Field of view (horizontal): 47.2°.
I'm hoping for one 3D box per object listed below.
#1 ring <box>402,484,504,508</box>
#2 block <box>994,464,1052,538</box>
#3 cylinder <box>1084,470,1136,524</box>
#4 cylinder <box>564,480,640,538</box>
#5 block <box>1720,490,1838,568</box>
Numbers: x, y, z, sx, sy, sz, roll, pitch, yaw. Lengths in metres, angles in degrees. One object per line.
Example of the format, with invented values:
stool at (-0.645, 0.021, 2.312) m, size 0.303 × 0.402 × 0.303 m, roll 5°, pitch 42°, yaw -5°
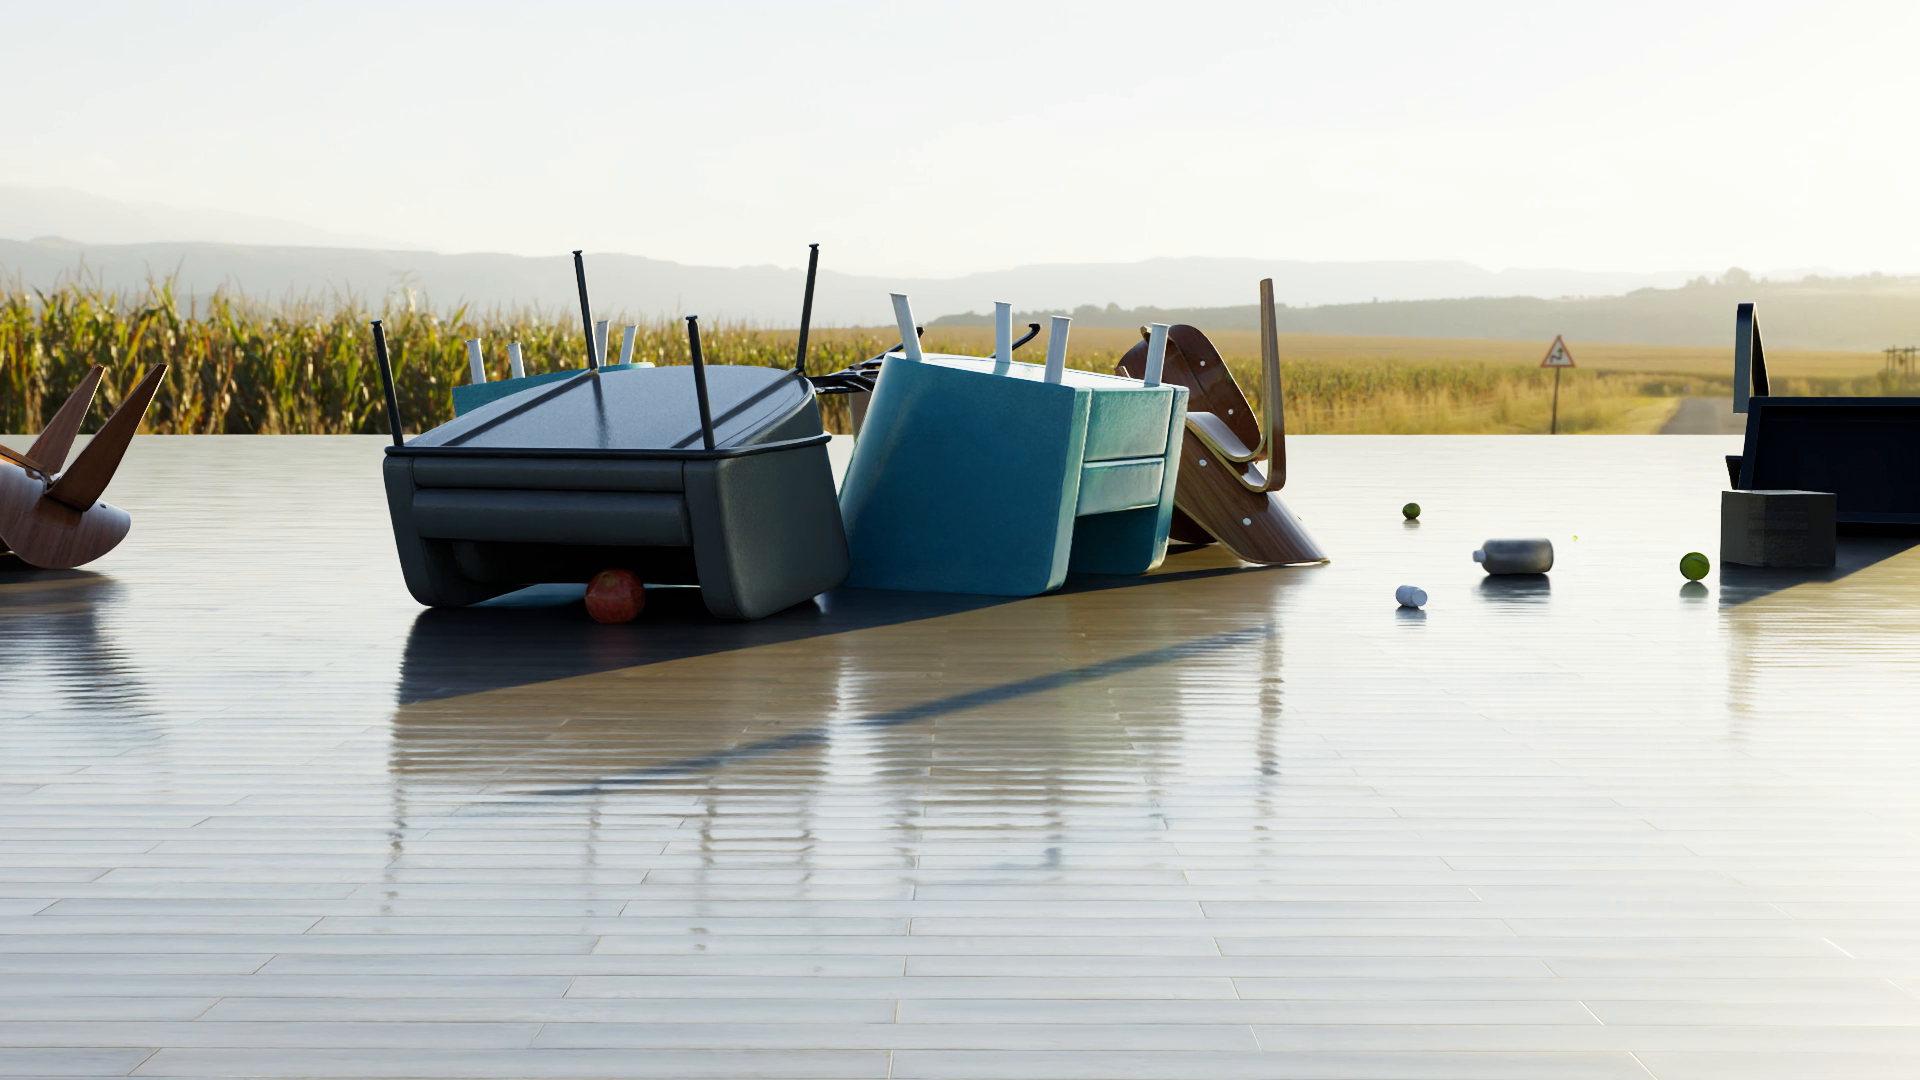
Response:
ring at (-1.937, -0.168, 8.407) m, size 0.402 × 0.082 × 0.358 m, roll 1°, pitch 3°, yaw 25°
block at (0.191, -0.122, 6.745) m, size 0.141 × 0.216 × 0.138 m, roll -1°, pitch 4°, yaw -17°
cylinder at (0.504, -0.132, 7.347) m, size 0.150 × 0.155 × 0.175 m, roll -16°, pitch 15°, yaw 17°
cylinder at (-1.095, -0.097, 6.729) m, size 0.194 × 0.170 × 0.131 m, roll 3°, pitch 1°, yaw -33°
block at (2.107, -0.032, 5.669) m, size 0.197 × 0.183 × 0.219 m, roll -1°, pitch 4°, yaw -9°
